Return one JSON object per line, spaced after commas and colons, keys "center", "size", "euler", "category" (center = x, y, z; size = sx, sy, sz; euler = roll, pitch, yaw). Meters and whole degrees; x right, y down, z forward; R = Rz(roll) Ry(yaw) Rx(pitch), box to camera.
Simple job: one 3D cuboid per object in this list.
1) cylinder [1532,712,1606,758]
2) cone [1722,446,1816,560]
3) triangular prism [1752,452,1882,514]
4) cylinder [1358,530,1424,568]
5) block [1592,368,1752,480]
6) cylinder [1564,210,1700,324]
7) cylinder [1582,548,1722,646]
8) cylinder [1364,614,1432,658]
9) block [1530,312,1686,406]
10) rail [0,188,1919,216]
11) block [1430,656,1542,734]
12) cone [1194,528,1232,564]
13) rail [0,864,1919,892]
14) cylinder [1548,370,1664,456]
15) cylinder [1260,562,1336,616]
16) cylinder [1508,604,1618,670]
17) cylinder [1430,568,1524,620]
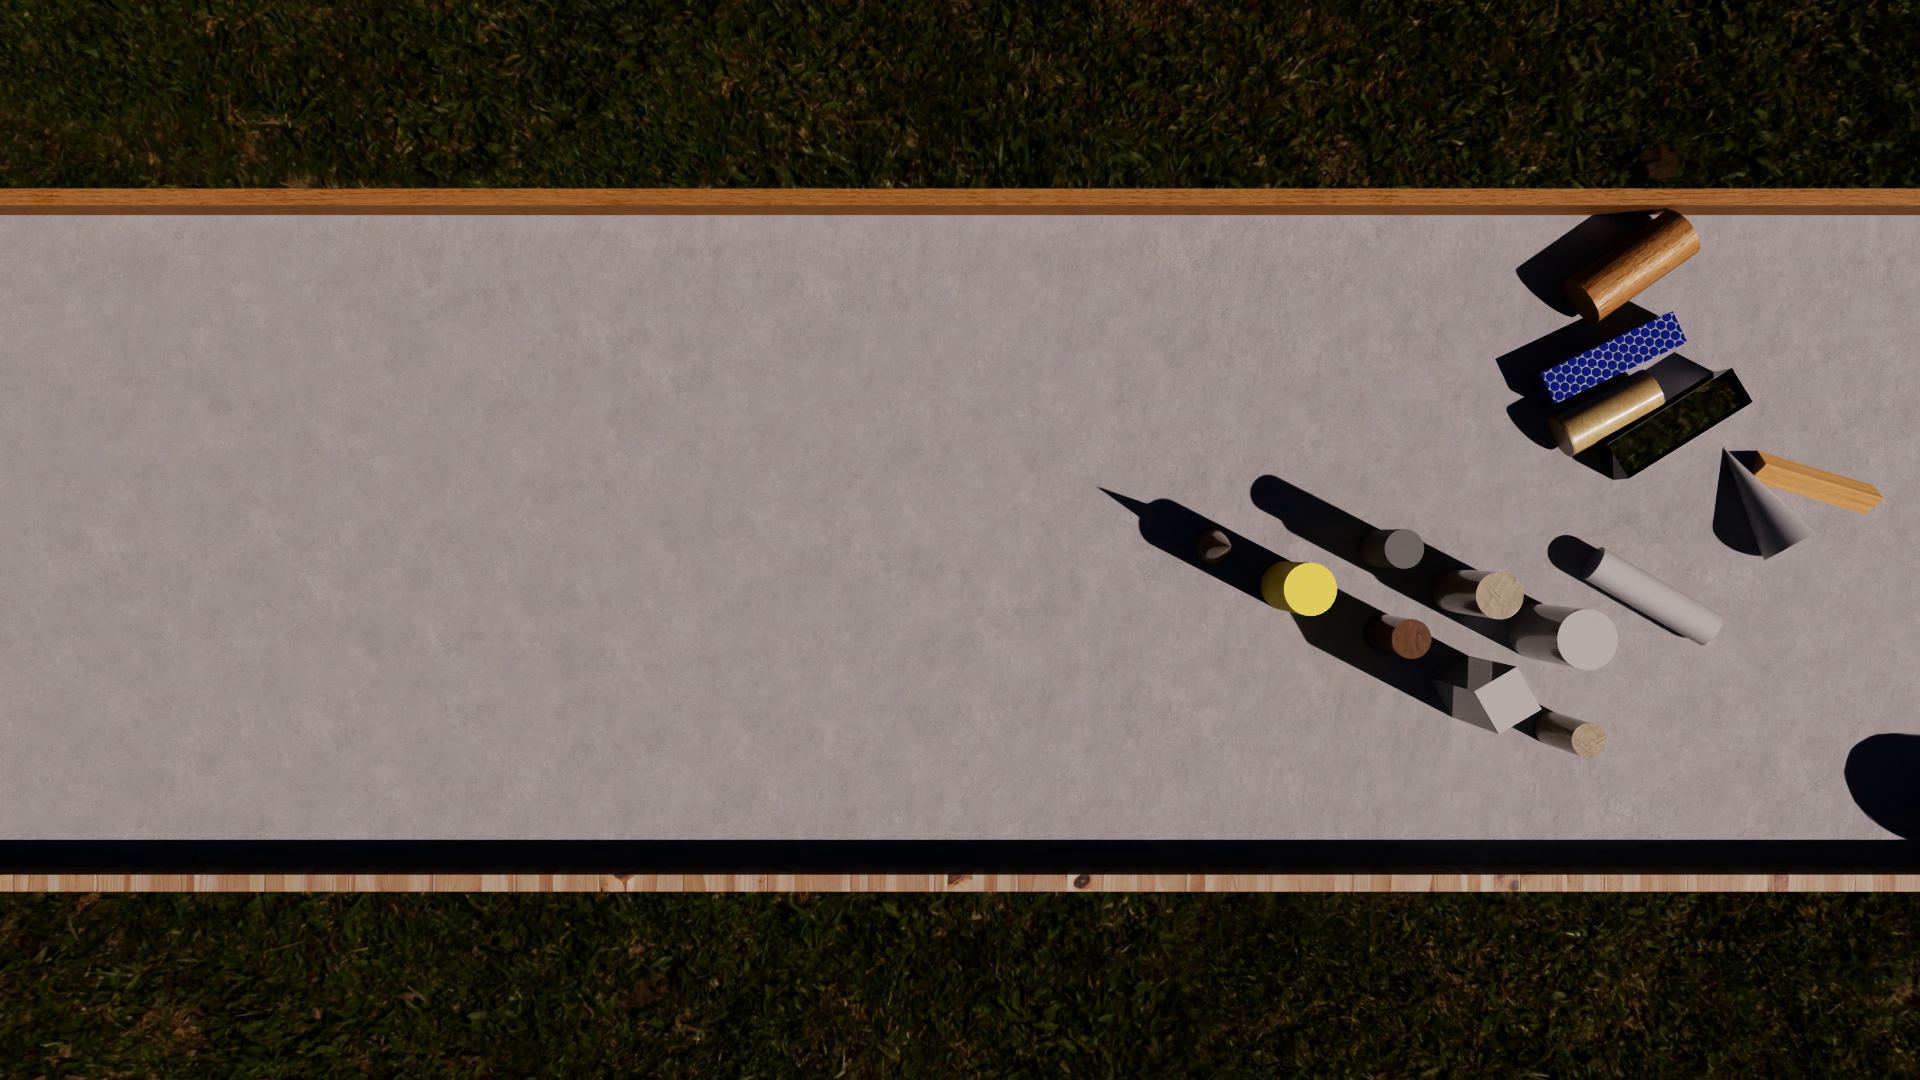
{"center": [1.814, 0.578, 4.916], "size": [0.101, 0.322, 0.101], "euler": [0, 90, 0], "category": "cylinder"}
{"center": [2.430, -0.134, 5.036], "size": [0.165, 0.165, 0.360], "euler": [-28, 77, 0], "category": "cone"}
{"center": [2.618, -0.176, 5.035], "size": [0.372, 0.079, 0.092], "euler": [17, 90, 0], "category": "triangular prism"}
{"center": [1.280, 0.025, 4.913], "size": [0.114, 0.326, 0.114], "euler": [0, 90, 0], "category": "cylinder"}
{"center": [2.165, -0.351, 5.017], "size": [0.438, 0.120, 0.120], "euler": [-32, 90, 0], "category": "block"}
{"center": [2.034, -0.828, 4.997], "size": [0.371, 0.158, 0.158], "euler": [-35, 90, 0], "category": "cylinder"}
{"center": [2.106, 0.171, 5.021], "size": [0.410, 0.112, 0.112], "euler": [30, 90, 0], "category": "cylinder"}
{"center": [1.299, 0.285, 4.910], "size": [0.115, 0.333, 0.115], "euler": [0, 90, 0], "category": "cylinder"}
{"center": [1.972, -0.550, 5.025], "size": [0.440, 0.103, 0.103], "euler": [-25, 90, 0], "category": "block"}
{"center": [-2.247, -1.025, 5.002], "size": [12.000, 0.150, 0.050], "euler": [0, 90, 0], "category": "rail"}
{"center": [1.540, 0.451, 4.856], "size": [0.139, 0.440, 0.139], "euler": [-30, 90, 0], "category": "block"}
{"center": [0.777, 0.019, 4.897], "size": [0.115, 0.358, 0.115], "euler": [0, 90, 0], "category": "cone"}
{"center": [-2.247, 1.025, 5.001], "size": [12.000, 0.150, 0.050], "euler": [0, 90, 0], "category": "rail"}
{"center": [1.961, -0.386, 5.009], "size": [0.311, 0.134, 0.134], "euler": [-28, 90, 0], "category": "cylinder"}
{"center": [1.000, 0.141, 4.891], "size": [0.152, 0.370, 0.152], "euler": [0, 90, 0], "category": "cylinder"}
{"center": [1.772, 0.281, 4.866], "size": [0.172, 0.420, 0.172], "euler": [0, 90, 0], "category": "cylinder"}
{"center": [1.513, 0.156, 4.850], "size": [0.134, 0.454, 0.134], "euler": [0, 90, 0], "category": "cylinder"}
